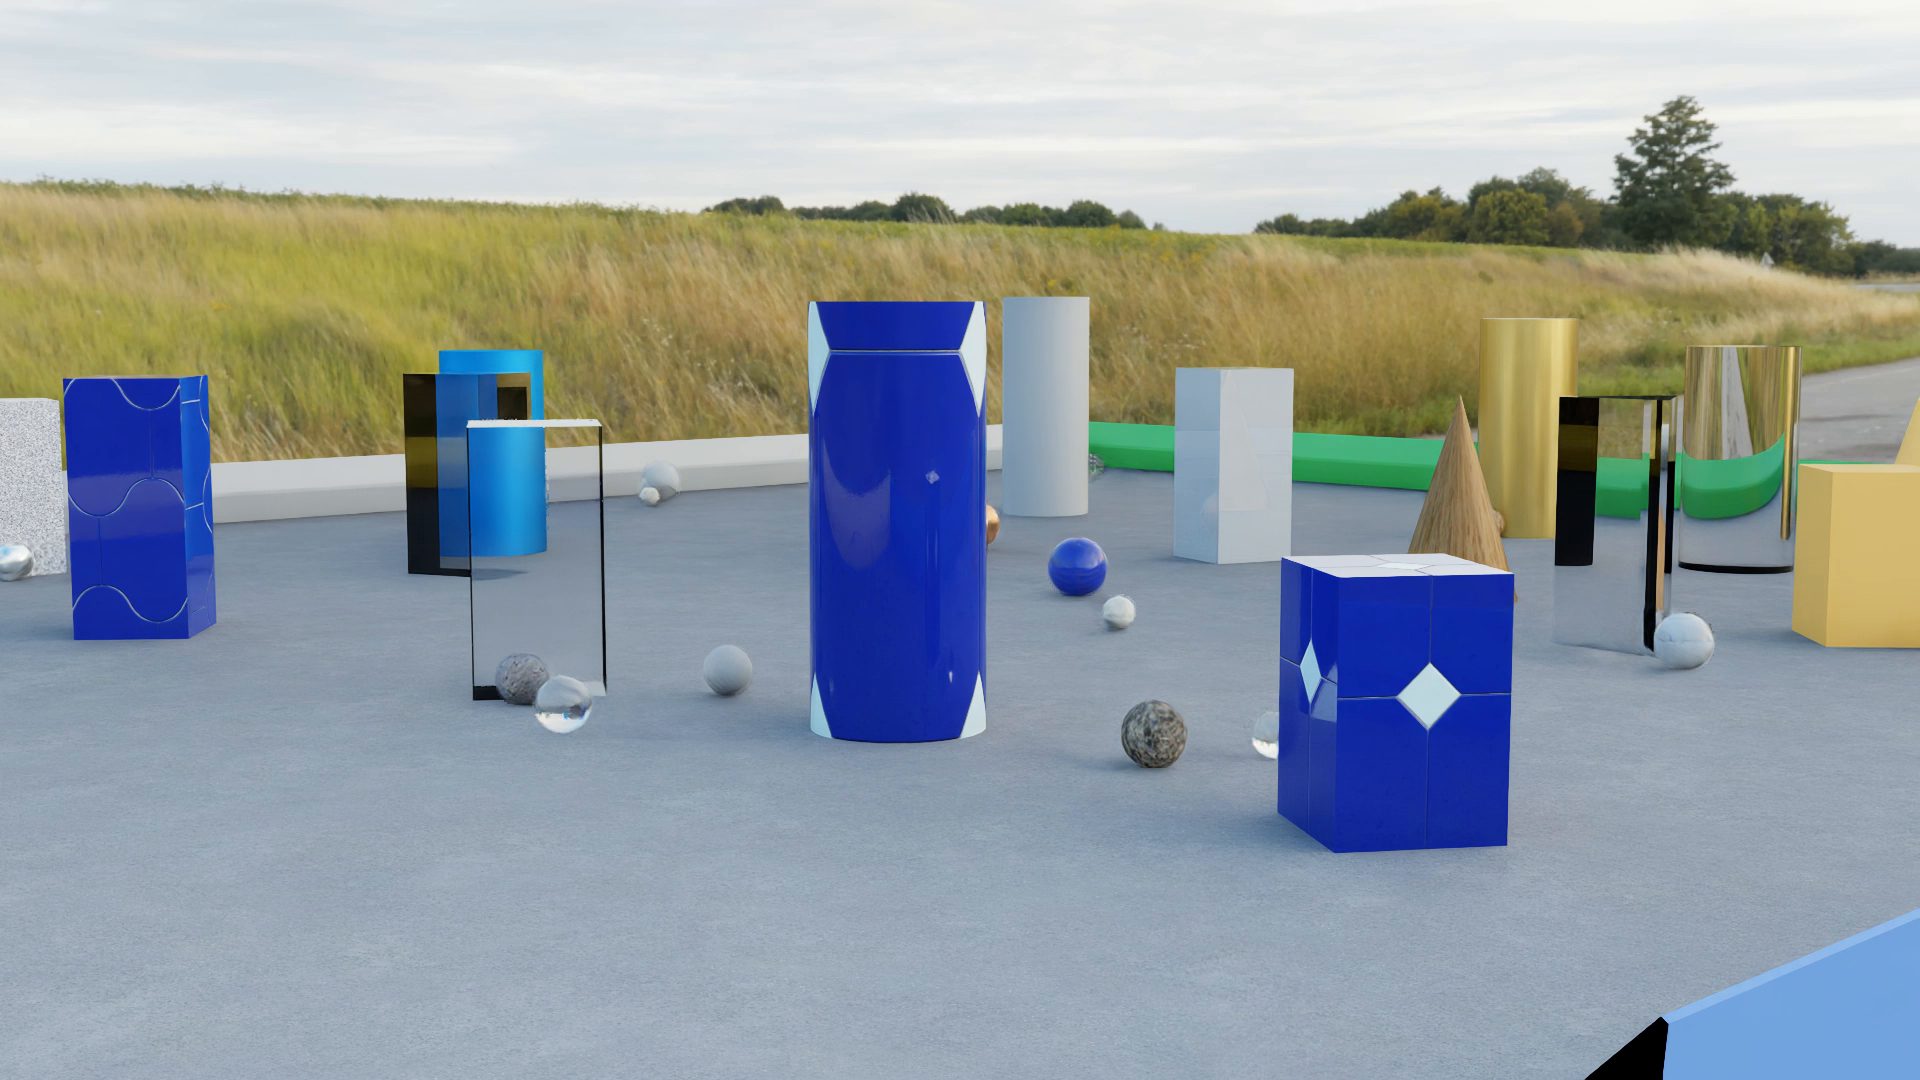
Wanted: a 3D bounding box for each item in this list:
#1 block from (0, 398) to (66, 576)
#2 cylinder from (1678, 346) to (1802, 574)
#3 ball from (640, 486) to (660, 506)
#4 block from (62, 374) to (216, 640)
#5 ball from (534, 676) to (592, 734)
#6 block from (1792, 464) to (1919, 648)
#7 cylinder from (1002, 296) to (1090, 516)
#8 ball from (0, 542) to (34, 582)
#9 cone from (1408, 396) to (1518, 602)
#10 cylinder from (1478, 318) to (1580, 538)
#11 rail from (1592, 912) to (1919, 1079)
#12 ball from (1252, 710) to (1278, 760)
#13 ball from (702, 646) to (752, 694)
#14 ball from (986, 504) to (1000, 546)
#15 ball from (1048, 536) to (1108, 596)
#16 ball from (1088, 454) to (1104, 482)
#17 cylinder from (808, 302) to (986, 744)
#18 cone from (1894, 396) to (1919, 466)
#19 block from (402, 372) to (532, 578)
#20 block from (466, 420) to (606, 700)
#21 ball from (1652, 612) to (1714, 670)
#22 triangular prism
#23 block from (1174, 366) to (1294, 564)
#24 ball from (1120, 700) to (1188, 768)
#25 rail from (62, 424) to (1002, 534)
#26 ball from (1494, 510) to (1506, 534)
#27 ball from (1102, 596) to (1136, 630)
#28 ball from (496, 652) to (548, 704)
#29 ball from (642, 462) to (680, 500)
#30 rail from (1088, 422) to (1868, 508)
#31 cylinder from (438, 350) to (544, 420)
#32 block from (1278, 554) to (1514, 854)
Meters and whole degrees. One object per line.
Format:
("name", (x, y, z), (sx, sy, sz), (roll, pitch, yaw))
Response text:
("block", (-1.605, -0.091, 3.706), (0.150, 0.289, 0.150), (-4, 7, -32))
("cylinder", (1.330, -0.141, 3.750), (0.187, 0.378, 0.187), (0, 6, 0))
("ball", (-0.699, -0.099, 4.951), (0.042, 0.042, 0.042), (0, 6, 0))
("block", (-1.120, -0.048, 3.012), (0.150, 0.350, 0.150), (-1, 6, -5))
("ball", (-0.416, 0.173, 2.305), (0.060, 0.060, 0.060), (0, 6, 0))
("block", (1.220, 0.019, 2.951), (0.150, 0.230, 0.150), (0, 6, 5))
("cylinder", (0.185, -0.292, 4.761), (0.187, 0.466, 0.187), (0, 6, 0))
("ball", (-1.542, 0.036, 3.578), (0.064, 0.064, 0.064), (0, 6, 0))
("cone", (0.759, -0.066, 3.354), (0.187, 0.314, 0.187), (0, 6, 0))
("cylinder", (1.111, -0.222, 4.310), (0.187, 0.422, 0.187), (0, 6, 0))
("rail", (1.298, 0.180, 1.933), (4.454, 0.122, 0.045), (-6, 8, -42))
("ball", (0.313, 0.192, 2.173), (0.048, 0.048, 0.048), (0, 6, 0))
("ball", (-0.269, 0.150, 2.538), (0.056, 0.056, 0.056), (0, 6, 0))
("ball", (0.030, -0.029, 4.072), (0.088, 0.088, 0.088), (0, 6, 0))
("ball", (0.182, 0.041, 3.396), (0.091, 0.091, 0.091), (0, 6, 0))
("ball", (0.332, -0.183, 5.610), (0.071, 0.071, 0.071), (0, 6, 0))
("cylinder", (-0.066, -0.025, 2.319), (0.187, 0.450, 0.187), (0, 6, 0))
("cone", (1.402, -0.054, 3.231), (0.187, 0.315, 0.187), (0, 6, 0))
("block", (-0.827, -0.114, 3.708), (0.150, 0.335, 0.150), (3, 7, 23))
("block", (-0.494, 0.019, 2.567), (0.150, 0.310, 0.150), (-1, 6, -11))
("ball", (0.889, 0.125, 2.704), (0.071, 0.071, 0.071), (0, 6, 0))
("triangular prism", (0.894, -0.024, 2.894), (0.141, 0.328, 0.162), (-5, 8, -39))
("block", (0.484, -0.136, 3.904), (0.150, 0.337, 0.150), (-3, 7, -25))
("ball", (0.188, 0.188, 2.133), (0.065, 0.065, 0.065), (0, 6, 0))
("rail", (-1.298, -0.116, 4.731), (4.454, 0.122, 0.045), (-6, 8, -42))
("ball", (1.024, -0.031, 4.243), (0.056, 0.056, 0.056), (0, 6, 0))
("ball", (0.220, 0.101, 3.049), (0.046, 0.046, 0.046), (0, 6, 0))
("ball", (-0.492, 0.156, 2.471), (0.058, 0.058, 0.058), (0, 6, 0))
("ball", (-0.693, -0.136, 5.090), (0.087, 0.087, 0.087), (0, 6, 0))
("rail", (1.619, -0.126, 4.818), (0.045, 0.122, 3.875), (-6, 8, -42))
("cylinder", (-0.862, -0.167, 4.062), (0.187, 0.365, 0.187), (0, 6, 0))
("block", (0.367, 0.134, 1.873), (0.150, 0.227, 0.150), (-1, 6, -10))
